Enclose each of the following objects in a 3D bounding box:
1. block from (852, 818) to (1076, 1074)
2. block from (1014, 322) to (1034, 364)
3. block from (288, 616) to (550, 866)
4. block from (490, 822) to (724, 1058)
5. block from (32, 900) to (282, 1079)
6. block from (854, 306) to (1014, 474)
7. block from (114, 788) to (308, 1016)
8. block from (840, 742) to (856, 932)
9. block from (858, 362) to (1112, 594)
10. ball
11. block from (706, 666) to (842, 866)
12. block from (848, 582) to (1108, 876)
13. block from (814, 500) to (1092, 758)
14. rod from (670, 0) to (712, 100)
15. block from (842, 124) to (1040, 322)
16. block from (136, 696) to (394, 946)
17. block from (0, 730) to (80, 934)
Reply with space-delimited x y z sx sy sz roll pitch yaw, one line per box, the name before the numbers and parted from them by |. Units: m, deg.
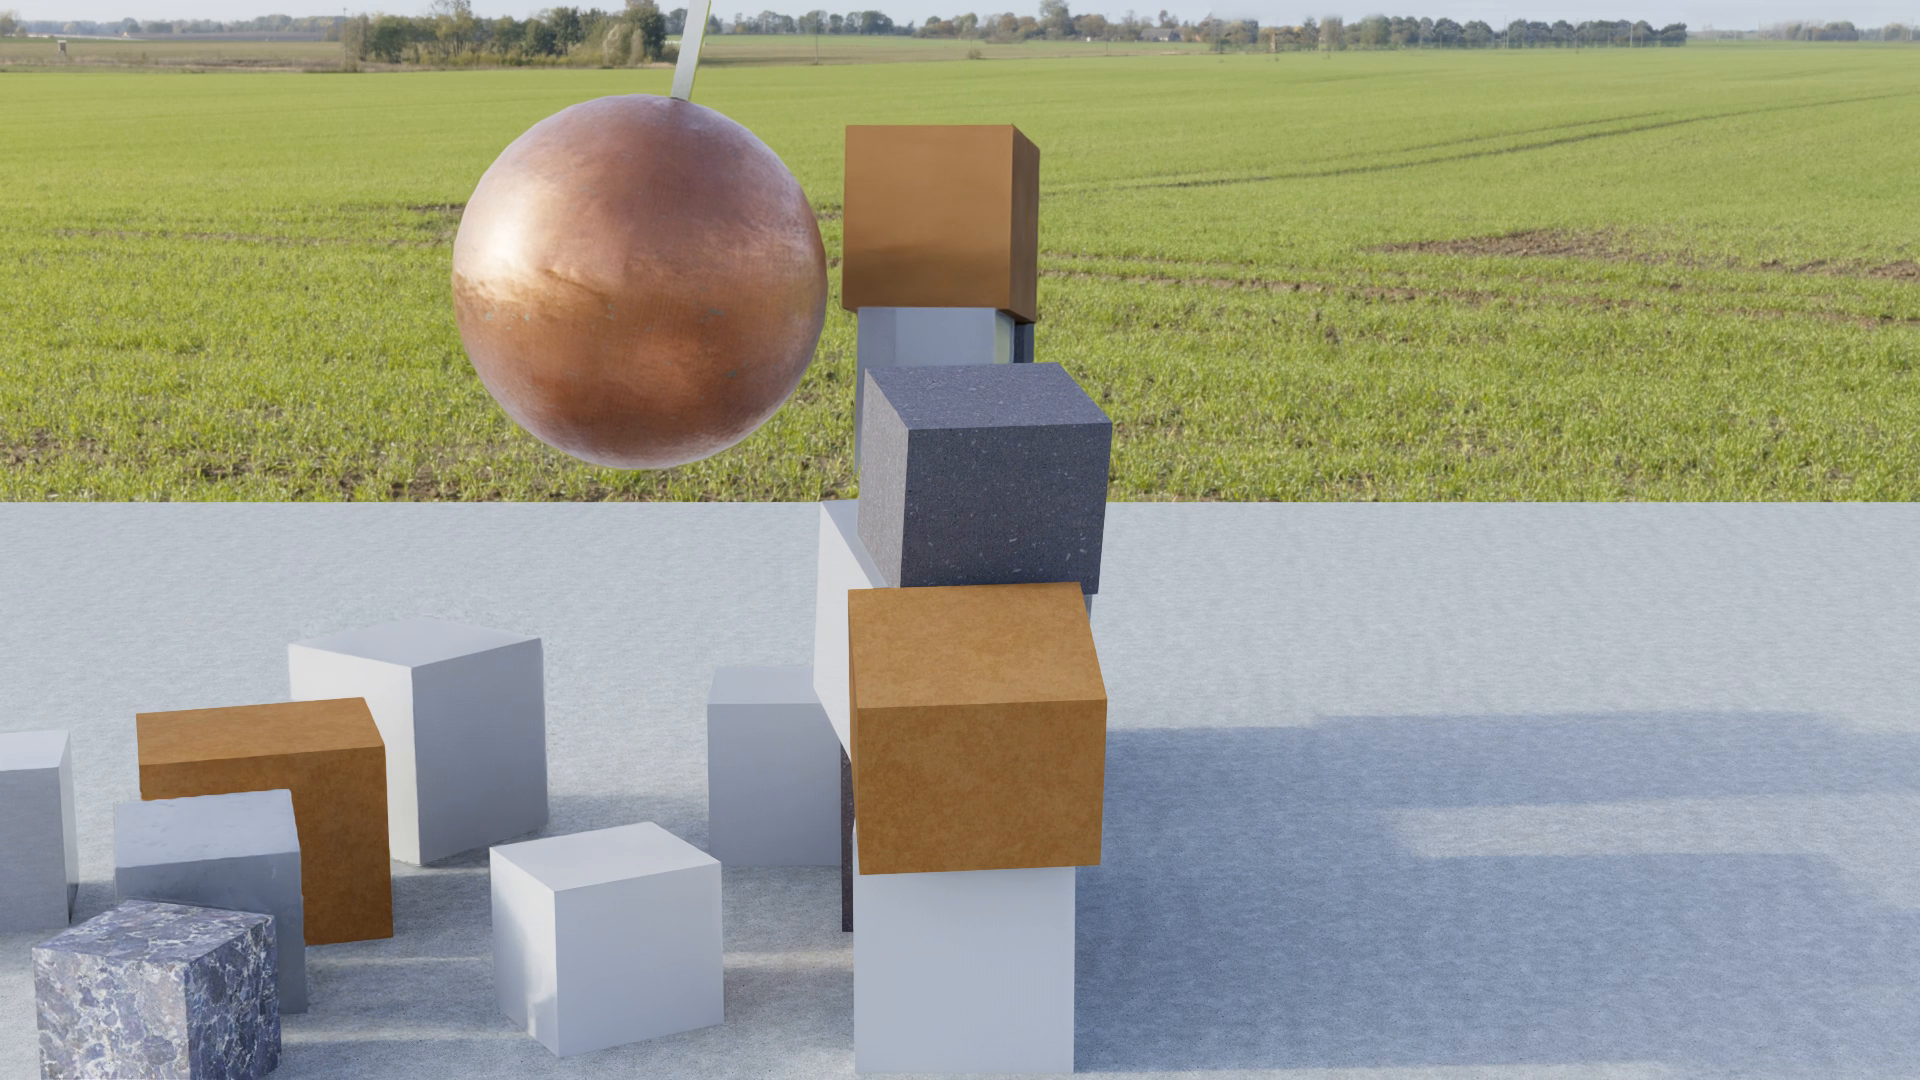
block | 0.015 1.387 9.448 0.779 0.890 0.816 0 10 0
block | 0.007 -0.730 12.651 0.670 0.707 0.747 1 9 5
block | -2.520 0.914 11.974 0.853 0.909 0.786 7 12 37
block | -1.329 1.485 9.646 0.663 0.627 0.621 -6 12 -31
block | -2.803 1.639 8.992 0.601 0.558 0.552 3 11 17
block | -0.111 -0.676 11.885 0.630 0.754 0.602 1 1 10
block | -2.858 1.402 9.781 0.654 0.668 0.605 -4 18 -17
block | -0.052 1.023 10.991 0.890 1.055 0.904 0 10 -1
block | 0.076 -0.220 9.395 0.745 0.662 0.669 -3 23 -15
ball | -1.364 -1.100 10.980 1.600 1.600 1.600 0 10 0
block | -0.791 1.030 11.804 0.684 0.751 0.724 0 10 -2
block | 0.042 0.645 8.940 0.826 0.677 0.770 -2 29 -4
block | -0.047 0.360 9.896 0.841 0.804 0.857 -3 23 -16
rod | -0.591 -4.358 10.388 0.080 5.200 0.080 13 10 -2
block | -0.078 -1.472 12.050 0.777 0.835 0.801 1 1 10
block | -2.925 1.188 10.755 0.953 0.814 0.880 -3 11 -18
block | -4.063 1.232 10.855 0.561 0.691 0.642 -3 11 -15
